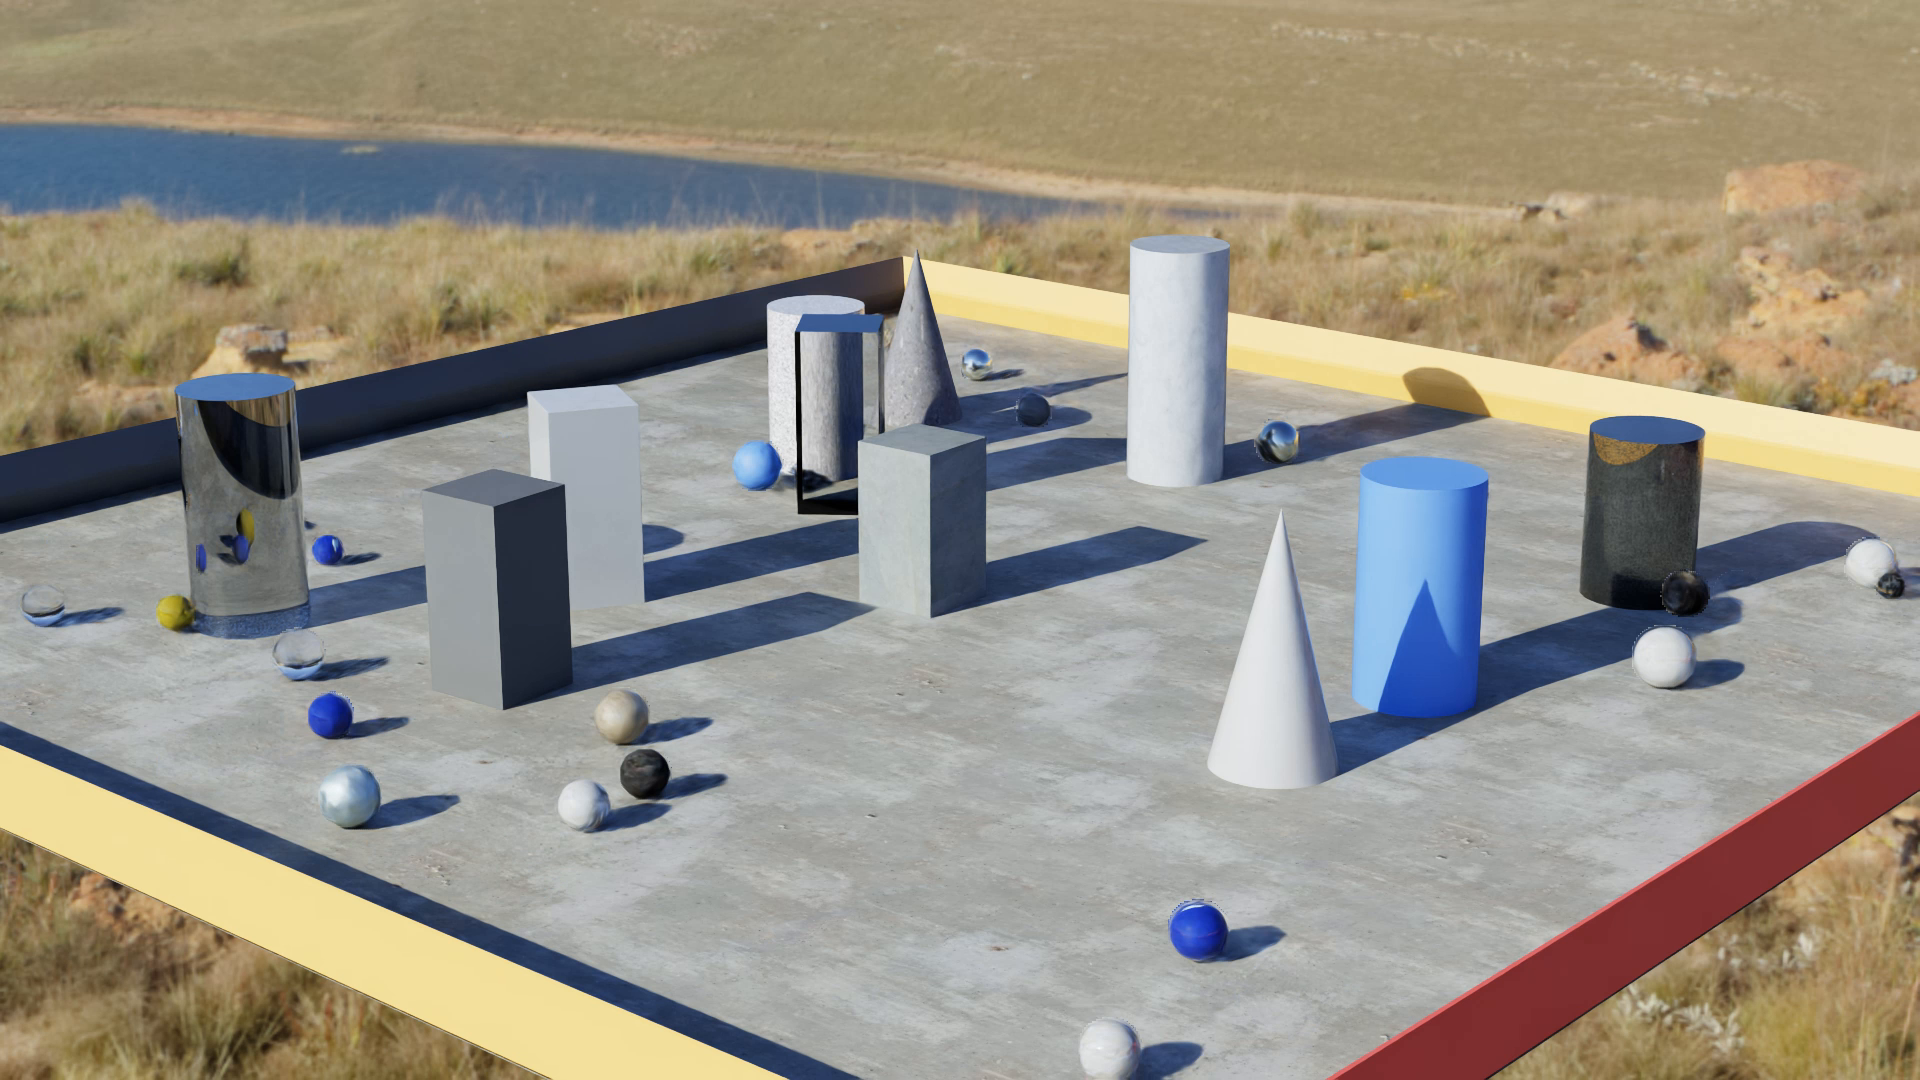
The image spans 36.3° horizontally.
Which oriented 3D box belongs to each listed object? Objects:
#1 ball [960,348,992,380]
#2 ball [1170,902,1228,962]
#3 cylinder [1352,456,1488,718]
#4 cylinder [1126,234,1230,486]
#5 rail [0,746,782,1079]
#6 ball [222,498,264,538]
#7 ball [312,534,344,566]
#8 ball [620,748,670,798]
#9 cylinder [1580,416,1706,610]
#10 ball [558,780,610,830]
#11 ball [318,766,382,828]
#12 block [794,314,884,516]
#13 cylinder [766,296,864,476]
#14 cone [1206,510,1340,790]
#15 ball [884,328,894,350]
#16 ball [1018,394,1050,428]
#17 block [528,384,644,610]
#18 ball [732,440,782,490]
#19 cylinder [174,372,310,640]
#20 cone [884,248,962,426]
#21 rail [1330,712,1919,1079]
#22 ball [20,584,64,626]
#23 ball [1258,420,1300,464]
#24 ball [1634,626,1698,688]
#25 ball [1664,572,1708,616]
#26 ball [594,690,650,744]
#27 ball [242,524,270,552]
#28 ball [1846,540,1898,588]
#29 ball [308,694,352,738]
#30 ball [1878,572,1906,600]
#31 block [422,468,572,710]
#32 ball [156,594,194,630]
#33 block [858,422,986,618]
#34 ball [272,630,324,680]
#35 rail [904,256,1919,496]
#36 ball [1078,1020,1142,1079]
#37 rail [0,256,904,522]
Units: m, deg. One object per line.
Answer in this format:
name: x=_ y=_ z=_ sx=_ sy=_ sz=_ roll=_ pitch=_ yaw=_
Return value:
ball: x=0.038 y=-0.398 z=6.647 sx=0.072 sy=0.072 sz=0.072 roll=0 pitch=17 yaw=0
ball: x=0.300 y=0.493 z=3.689 sx=0.074 sy=0.074 sz=0.074 roll=0 pitch=17 yaw=0
cylinder: x=0.717 y=0.072 z=4.579 sx=0.196 sy=0.365 sz=0.196 roll=0 pitch=17 yaw=0
cylinder: x=0.432 y=-0.357 z=5.824 sx=0.196 sy=0.468 sz=0.196 roll=0 pitch=17 yaw=0
rail: x=-1.096 y=0.396 z=3.911 sx=3.322 sy=0.127 sz=0.045 roll=14 pitch=22 yaw=39
ball: x=-1.334 y=-0.041 z=5.456 sx=0.074 sy=0.074 sz=0.074 roll=0 pitch=17 yaw=0
ball: x=-1.141 y=0.019 z=5.292 sx=0.056 sy=0.056 sz=0.056 roll=0 pitch=17 yaw=0
ball: x=-0.453 y=0.336 z=4.212 sx=0.072 sy=0.072 sz=0.072 roll=0 pitch=17 yaw=0
cylinder: x=1.185 y=-0.049 z=5.099 sx=0.196 sy=0.296 sz=0.196 roll=0 pitch=17 yaw=0
ball: x=-0.525 y=0.370 z=4.098 sx=0.072 sy=0.072 sz=0.072 roll=0 pitch=17 yaw=0
ball: x=-0.855 y=0.360 z=4.108 sx=0.086 sy=0.086 sz=0.086 roll=0 pitch=17 yaw=0
block: x=-0.229 y=-0.242 z=5.632 sx=0.157 sy=0.358 sz=0.157 roll=1 pitch=17 yaw=3
cylinder: x=-0.289 y=-0.313 z=5.919 sx=0.196 sy=0.328 sz=0.196 roll=0 pitch=17 yaw=0
cone: x=0.464 y=0.143 z=4.288 sx=0.196 sy=0.396 sz=0.196 roll=0 pitch=17 yaw=0
ball: x=-0.164 y=-0.474 z=6.932 sx=0.052 sy=0.052 sz=0.052 roll=0 pitch=17 yaw=0
ball: x=0.157 y=-0.275 z=6.241 sx=0.071 sy=0.071 sz=0.071 roll=0 pitch=17 yaw=0
block: x=-0.648 y=-0.074 z=5.082 sx=0.157 sy=0.354 sz=0.157 roll=-6 pitch=18 yaw=-20
ball: x=-0.399 y=-0.147 z=5.770 sx=0.096 sy=0.096 sz=0.096 roll=0 pitch=17 yaw=0
cylinder: x=-1.206 y=-0.059 z=4.935 sx=0.196 sy=0.410 sz=0.196 roll=0 pitch=17 yaw=0
cone: x=-0.092 y=-0.446 z=6.286 sx=0.196 sy=0.371 sz=0.196 roll=0 pitch=17 yaw=0
rail: x=1.236 y=0.342 z=4.092 sx=0.045 sy=0.127 sz=3.391 roll=14 pitch=22 yaw=39
ball: x=-1.552 y=0.110 z=4.960 sx=0.071 sy=0.071 sz=0.071 roll=0 pitch=17 yaw=0
ball: x=0.648 y=-0.199 z=5.960 sx=0.088 sy=0.088 sz=0.088 roll=0 pitch=17 yaw=0
ball: x=1.121 y=0.187 z=4.660 sx=0.098 sy=0.098 sz=0.098 roll=0 pitch=17 yaw=0
ball: x=1.240 y=0.092 z=5.011 sx=0.074 sy=0.074 sz=0.074 roll=0 pitch=17 yaw=0
ball: x=-0.510 y=0.267 z=4.424 sx=0.082 sy=0.082 sz=0.082 roll=0 pitch=17 yaw=0
ball: x=-1.290 y=-0.004 z=5.374 sx=0.052 sy=0.052 sz=0.052 roll=0 pitch=17 yaw=0
ball: x=1.605 y=0.042 z=5.160 sx=0.087 sy=0.087 sz=0.087 roll=0 pitch=17 yaw=0
ball: x=-0.955 y=0.267 z=4.446 sx=0.067 sy=0.067 sz=0.067 roll=0 pitch=17 yaw=0
ball: x=1.621 y=0.080 z=5.103 sx=0.047 sy=0.047 sz=0.047 roll=0 pitch=17 yaw=0
block: x=-0.729 y=0.076 z=4.626 sx=0.157 sy=0.331 sz=0.157 roll=12 pitch=21 yaw=35
ball: x=-1.316 y=0.121 z=4.919 sx=0.062 sy=0.062 sz=0.062 roll=0 pitch=17 yaw=0
block: x=-0.065 y=-0.036 z=5.069 sx=0.157 sy=0.288 sz=0.157 roll=13 pitch=21 yaw=36
ball: x=-1.060 y=0.185 z=4.699 sx=0.080 sy=0.080 sz=0.080 roll=0 pitch=17 yaw=0
rail: x=1.096 y=-0.332 z=6.329 sx=3.322 sy=0.127 sz=0.045 roll=14 pitch=22 yaw=39
ball: x=0.173 y=0.588 z=3.374 sx=0.072 sy=0.072 sz=0.072 roll=0 pitch=17 yaw=0
rail: x=-1.236 y=-0.278 z=6.148 sx=0.045 sy=0.127 sz=3.391 roll=14 pitch=22 yaw=39
